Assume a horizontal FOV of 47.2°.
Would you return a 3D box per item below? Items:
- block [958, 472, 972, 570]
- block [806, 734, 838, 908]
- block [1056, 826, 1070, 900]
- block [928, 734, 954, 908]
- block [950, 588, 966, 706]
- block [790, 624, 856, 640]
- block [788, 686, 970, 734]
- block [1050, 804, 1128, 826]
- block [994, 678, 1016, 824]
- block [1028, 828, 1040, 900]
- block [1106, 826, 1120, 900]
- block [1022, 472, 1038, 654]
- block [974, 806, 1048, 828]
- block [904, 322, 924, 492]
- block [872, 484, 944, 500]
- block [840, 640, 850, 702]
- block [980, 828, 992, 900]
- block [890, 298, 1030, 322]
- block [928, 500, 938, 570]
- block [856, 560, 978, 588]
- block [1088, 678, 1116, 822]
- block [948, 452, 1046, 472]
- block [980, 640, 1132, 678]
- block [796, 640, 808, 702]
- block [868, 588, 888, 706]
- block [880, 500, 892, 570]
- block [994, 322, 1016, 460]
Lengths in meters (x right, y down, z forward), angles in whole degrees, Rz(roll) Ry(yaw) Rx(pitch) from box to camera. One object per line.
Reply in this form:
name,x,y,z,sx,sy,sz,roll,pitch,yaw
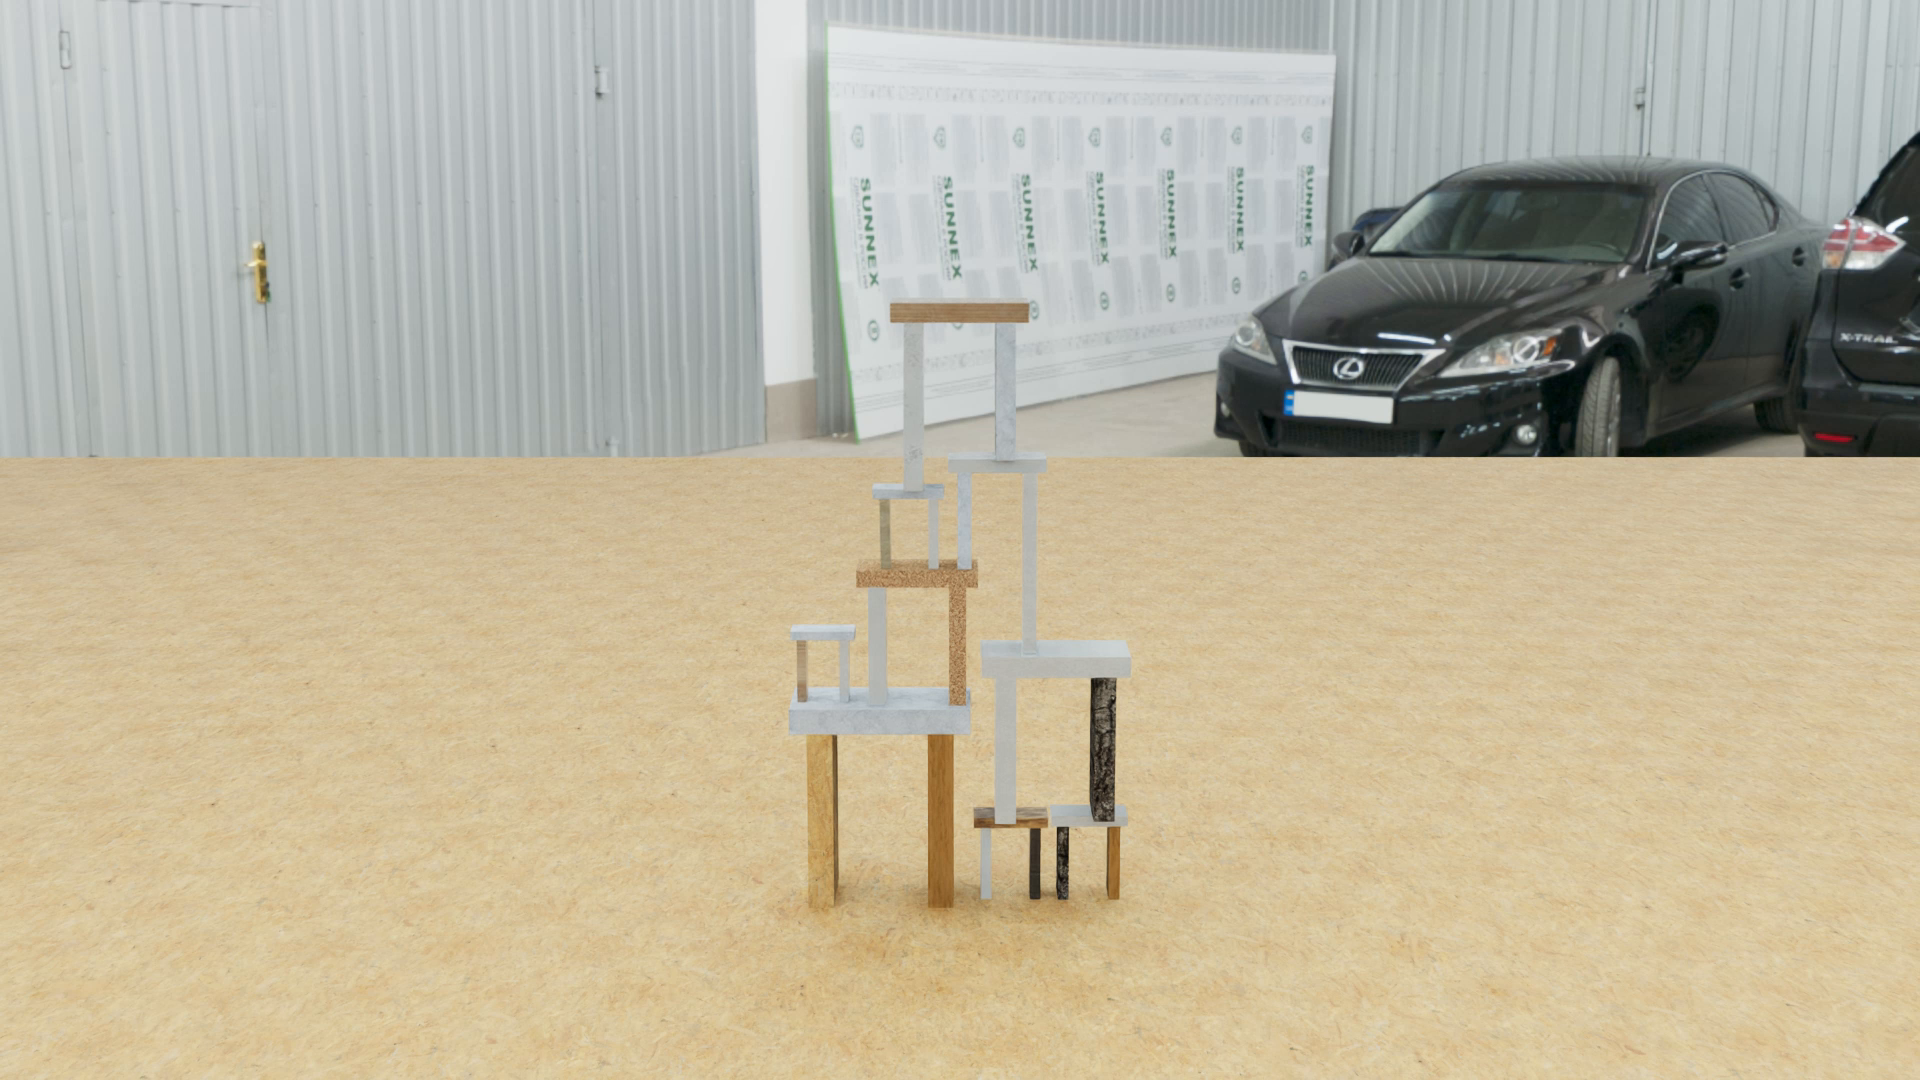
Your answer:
block,0.007,-0.037,3.556,0.022,0.158,0.079,0,11,0
block,-0.227,0.445,3.647,0.042,0.293,0.147,0,11,0
block,0.171,0.528,3.659,0.018,0.126,0.063,0,11,0
block,-0.031,0.445,3.647,0.042,0.293,0.147,0,11,0
block,-0.004,0.164,3.595,0.028,0.195,0.098,0,11,0
block,-0.223,0.151,3.591,0.103,0.015,0.052,0,11,0
block,-0.129,0.280,3.617,0.293,0.042,0.147,0,11,0
block,0.213,0.457,3.646,0.126,0.018,0.063,0,11,0
block,0.074,0.332,3.623,0.034,0.245,0.121,0,11,0
block,0.124,0.529,3.661,0.017,0.122,0.061,0,11,0
block,0.255,0.528,3.659,0.018,0.126,0.063,0,11,0
block,0.112,0.032,3.569,0.022,0.296,0.079,0,11,0
block,0.084,0.460,3.648,0.122,0.017,0.061,0,11,0
block,-0.074,-0.219,3.520,0.031,0.267,0.109,0,11,0
block,-0.083,-0.078,3.542,0.114,0.016,0.057,0,11,0
block,-0.189,0.209,3.602,0.015,0.104,0.052,0,11,0
block,0.043,0.529,3.661,0.017,0.122,0.061,0,11,0
block,-0.001,-0.365,3.493,0.218,0.031,0.109,0,11,0
block,-0.043,-0.014,3.554,0.016,0.114,0.057,0,11,-1
block,-0.069,0.054,3.575,0.195,0.028,0.098,0,11,0
block,0.235,0.330,3.623,0.034,0.241,0.121,0,11,0
block,0.060,-0.125,3.540,0.158,0.022,0.079,0,11,0
block,0.155,0.194,3.597,0.241,0.034,0.121,0,11,0
block,-0.258,0.209,3.602,0.015,0.104,0.052,0,11,0
block,-0.134,0.164,3.595,0.028,0.195,0.098,0,11,0
block,-0.120,-0.014,3.553,0.016,0.114,0.057,-1,11,0
block,0.072,-0.243,3.516,0.031,0.218,0.109,0,11,0
